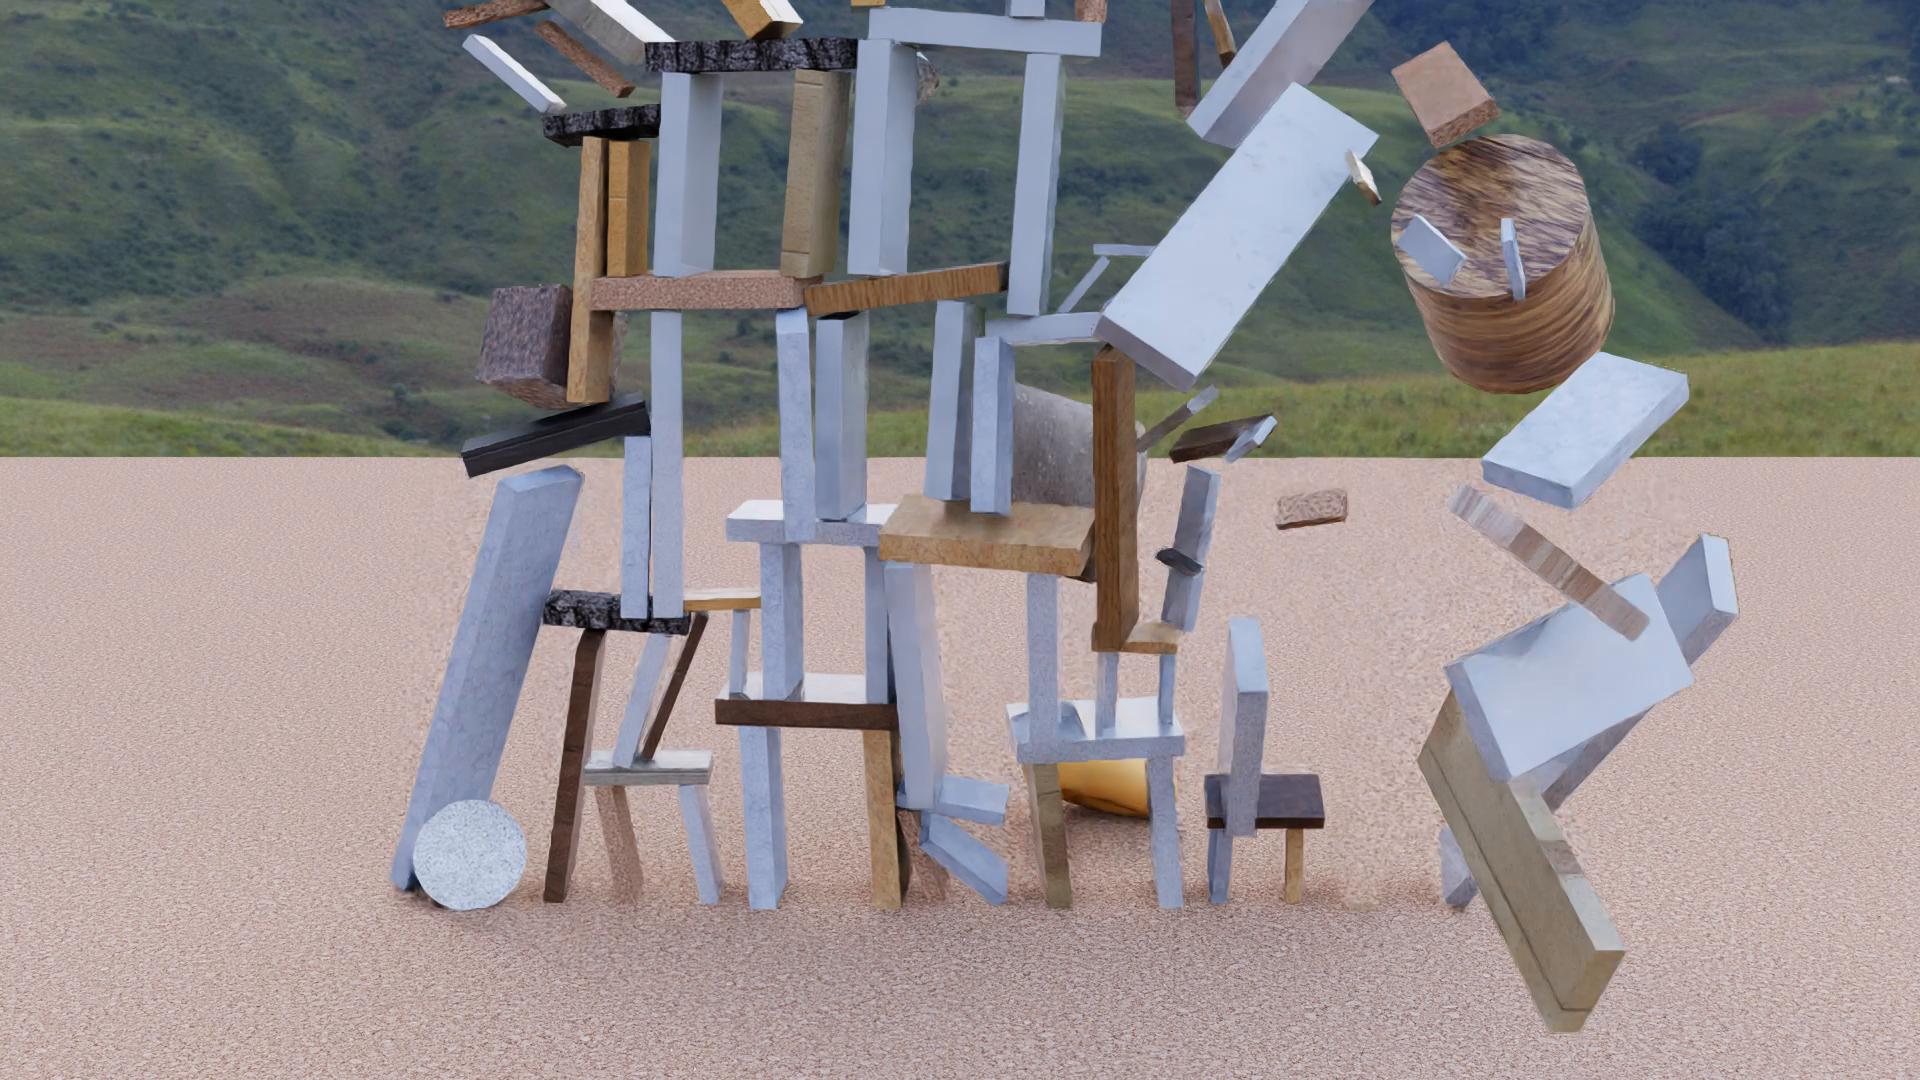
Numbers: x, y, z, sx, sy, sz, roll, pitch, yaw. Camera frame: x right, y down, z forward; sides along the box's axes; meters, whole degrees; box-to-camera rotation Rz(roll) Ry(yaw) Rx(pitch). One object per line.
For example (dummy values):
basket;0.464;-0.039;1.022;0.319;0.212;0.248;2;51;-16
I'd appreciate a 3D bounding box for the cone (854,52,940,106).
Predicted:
cone;-0.118;-0.834;3.751;0.147;0.147;0.147;-8;-29;-4

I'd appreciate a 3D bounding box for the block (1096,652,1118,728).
block;0.235;0.224;3.523;0.019;0.135;0.068;-2;24;-7

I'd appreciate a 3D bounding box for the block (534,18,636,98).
block;-0.584;-0.748;3.422;0.163;0.023;0.081;38;9;-4

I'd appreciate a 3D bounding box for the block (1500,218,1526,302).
block;0.701;-0.355;2.787;0.014;0.095;0.048;-8;42;20

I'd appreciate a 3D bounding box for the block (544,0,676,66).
block;-0.598;-0.847;3.393;0.320;0.045;0.160;38;17;2

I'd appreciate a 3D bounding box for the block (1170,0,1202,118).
block;0.350;-0.833;3.439;0.033;0.328;0.117;-3;1;10

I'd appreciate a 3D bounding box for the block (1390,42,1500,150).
block;0.721;-0.672;3.293;0.098;0.028;0.517;-27;17;15

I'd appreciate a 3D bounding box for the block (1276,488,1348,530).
block;0.463;-0.040;2.893;0.092;0.013;0.046;-8;49;25

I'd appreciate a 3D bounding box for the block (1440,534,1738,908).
block;0.927;0.296;3.324;0.038;0.842;0.133;14;50;-8

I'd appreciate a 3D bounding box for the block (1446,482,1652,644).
block;0.728;0.029;2.717;0.266;0.038;0.133;32;8;-32

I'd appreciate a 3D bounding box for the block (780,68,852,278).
block;-0.220;-0.561;3.359;0.043;0.307;0.153;8;13;11

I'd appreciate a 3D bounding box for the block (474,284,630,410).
block;-0.660;-0.311;3.563;0.156;0.156;0.156;1;-14;37

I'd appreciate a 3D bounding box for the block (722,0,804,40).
block;-0.373;-0.900;3.332;0.045;0.319;0.160;-36;2;17

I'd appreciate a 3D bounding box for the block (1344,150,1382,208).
block;0.577;-0.519;3.151;0.014;0.048;0.095;-35;30;22

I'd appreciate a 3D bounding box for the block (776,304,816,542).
block;-0.251;-0.180;3.366;0.046;0.328;0.164;-2;21;-4

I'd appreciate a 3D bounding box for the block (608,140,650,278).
block;-0.519;-0.521;3.449;0.029;0.207;0.103;5;12;10

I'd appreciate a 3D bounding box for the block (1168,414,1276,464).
block;0.373;-0.144;3.122;0.140;0.020;0.070;-10;23;34

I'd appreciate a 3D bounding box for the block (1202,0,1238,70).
block;0.420;-0.786;3.480;0.023;0.082;0.165;-20;44;13

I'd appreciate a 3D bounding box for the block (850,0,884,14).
block;-0.145;-0.987;3.330;0.051;0.358;0.179;-1;10;-2

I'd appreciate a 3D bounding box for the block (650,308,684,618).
block;-0.467;-0.132;3.514;0.046;0.487;0.164;0;11;-7

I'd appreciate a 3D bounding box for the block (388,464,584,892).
block;-0.776;0.234;3.578;0.041;0.783;0.145;33;28;25

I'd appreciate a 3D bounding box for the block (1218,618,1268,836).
block;0.437;0.292;3.411;0.045;0.320;0.160;-1;41;1

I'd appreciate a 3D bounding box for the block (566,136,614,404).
block;-0.571;-0.421;3.451;0.029;0.409;0.104;6;6;12

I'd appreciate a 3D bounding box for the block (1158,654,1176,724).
block;0.332;0.221;3.532;0.019;0.135;0.067;1;25;1

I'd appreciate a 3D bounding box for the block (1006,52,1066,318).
block;0.119;-0.540;3.401;0.049;0.392;0.174;5;3;6

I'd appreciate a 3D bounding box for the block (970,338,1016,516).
block;0.050;-0.169;3.333;0.037;0.260;0.130;1;-2;12

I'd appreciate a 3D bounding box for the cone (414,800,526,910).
cone;-0.817;0.543;3.700;0.182;0.182;0.182;-2;-16;-9

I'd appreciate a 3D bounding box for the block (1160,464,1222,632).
block;0.364;0.013;3.469;0.020;0.254;0.070;3;13;-27

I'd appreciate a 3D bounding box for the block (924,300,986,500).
block;-0.007;-0.213;3.387;0.042;0.299;0.149;5;3;13

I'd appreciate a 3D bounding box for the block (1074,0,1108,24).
block;0.206;-0.908;3.361;0.033;0.233;0.117;3;9;-5

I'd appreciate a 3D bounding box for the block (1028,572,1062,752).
block;0.133;0.156;3.450;0.044;0.312;0.156;1;24;5

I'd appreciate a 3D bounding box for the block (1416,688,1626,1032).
block;0.788;0.439;3.131;0.045;0.160;0.531;4;36;-16

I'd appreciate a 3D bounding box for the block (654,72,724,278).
block;-0.421;-0.569;3.414;0.043;0.307;0.153;7;13;12

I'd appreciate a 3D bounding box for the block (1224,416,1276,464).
block;0.393;-0.136;2.982;0.046;0.013;0.092;-51;6;-23

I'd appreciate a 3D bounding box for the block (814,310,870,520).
block;-0.185;-0.200;3.460;0.042;0.311;0.149;4;13;13

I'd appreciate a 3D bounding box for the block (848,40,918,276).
block;-0.118;-0.585;3.389;0.049;0.348;0.174;5;8;12

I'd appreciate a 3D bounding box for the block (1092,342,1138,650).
block;0.241;-0.070;3.397;0.037;0.463;0.130;4;21;16

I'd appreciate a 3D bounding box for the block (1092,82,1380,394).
block;0.400;-0.439;3.117;0.152;0.043;0.585;34;56;7

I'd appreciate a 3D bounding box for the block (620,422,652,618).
block;-0.515;-0.033;3.506;0.041;0.290;0.145;2;12;-7

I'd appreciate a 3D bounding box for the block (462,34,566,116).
block;-0.695;-0.726;3.435;0.163;0.023;0.081;40;11;0

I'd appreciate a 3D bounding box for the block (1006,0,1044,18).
block;0.101;-0.974;3.332;0.051;0.358;0.179;1;12;-1

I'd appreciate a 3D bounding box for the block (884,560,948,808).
block;-0.067;0.204;3.491;0.044;0.420;0.156;-1;24;9

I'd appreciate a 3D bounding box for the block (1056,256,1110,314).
block;0.191;-0.393;3.429;0.016;0.112;0.056;40;1;0

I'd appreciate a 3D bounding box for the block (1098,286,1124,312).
block;0.264;-0.393;3.432;0.112;0.016;0.056;-43;2;-3
